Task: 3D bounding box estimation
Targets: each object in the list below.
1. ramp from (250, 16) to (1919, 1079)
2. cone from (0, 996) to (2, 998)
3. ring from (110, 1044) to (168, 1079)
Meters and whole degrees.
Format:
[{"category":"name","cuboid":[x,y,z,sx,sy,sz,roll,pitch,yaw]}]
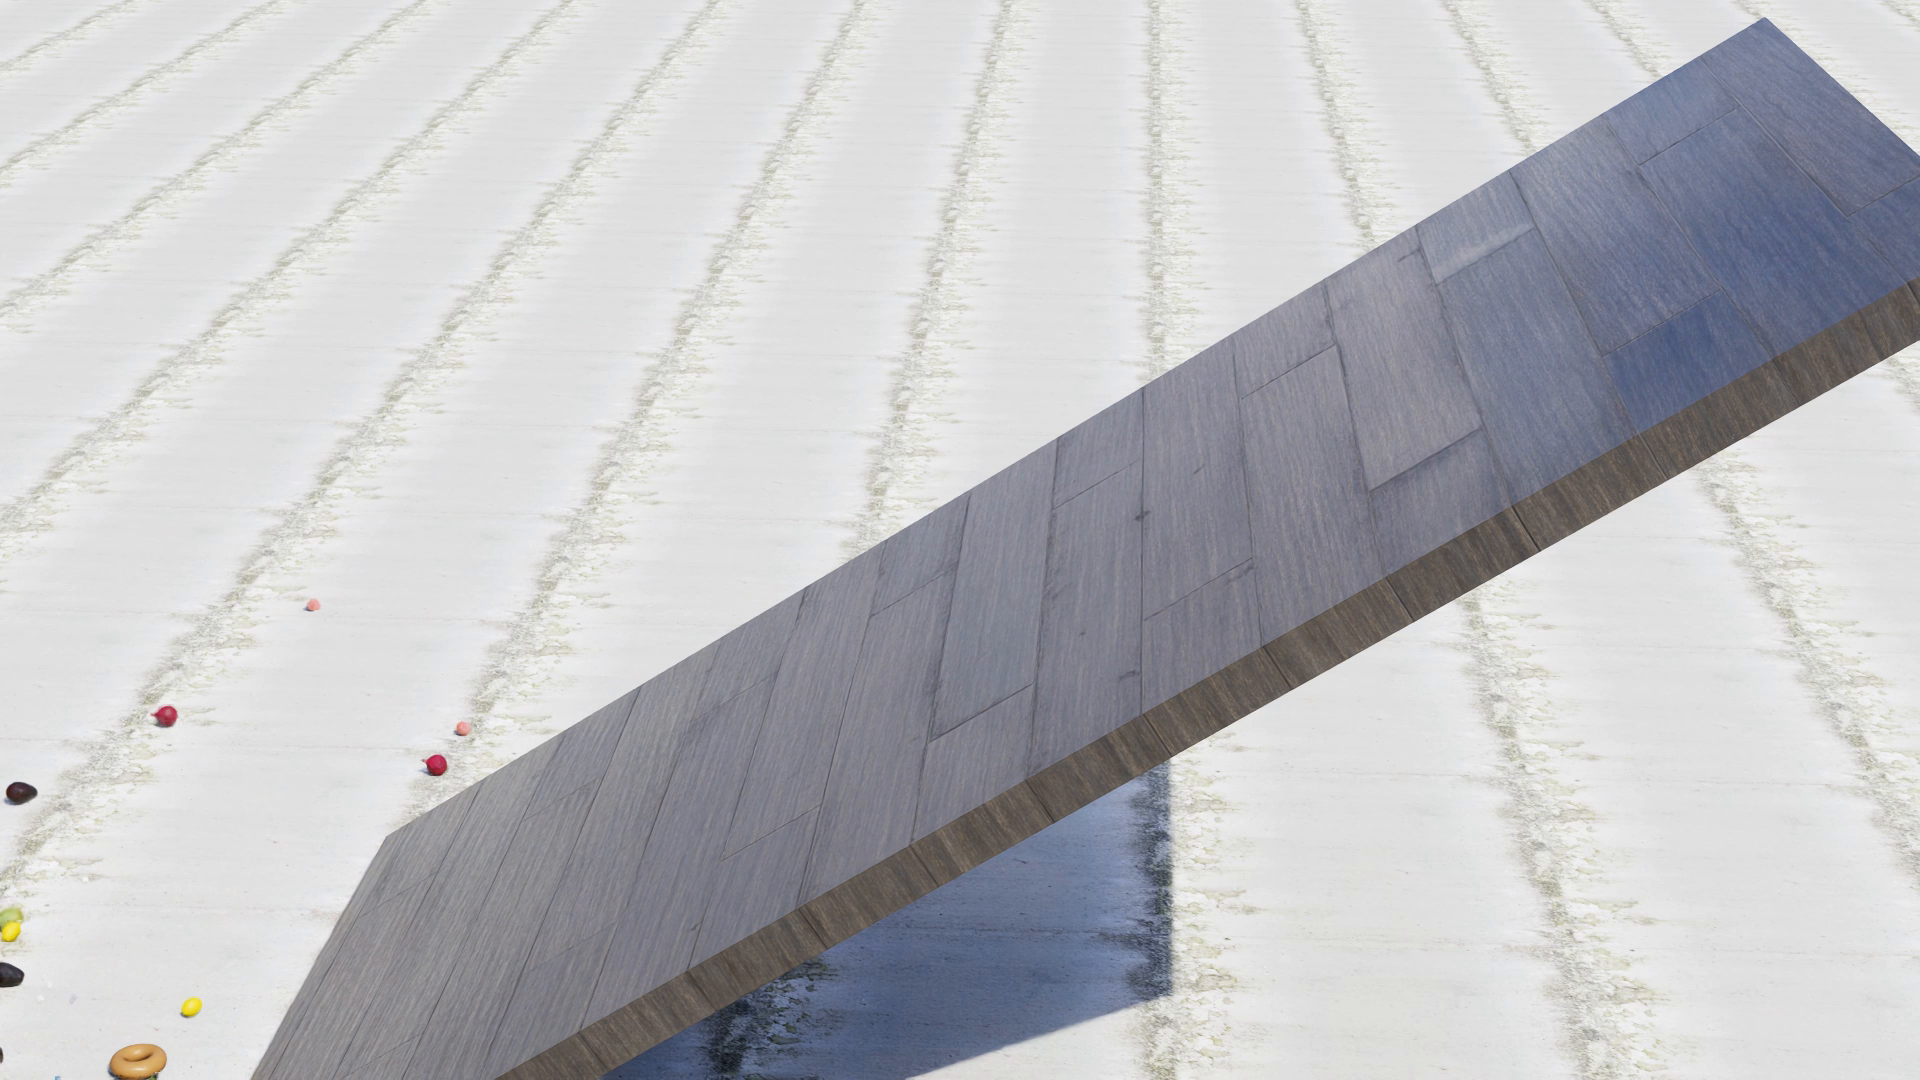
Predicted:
[{"category":"ramp","cuboid":[0.140,0.170,6.294,4.000,0.100,2.000,-31,15,14]},{"category":"cone","cuboid":[-2.359,1.086,7.022,0.095,0.095,0.095,-28,22,1]},{"category":"ring","cuboid":[-1.880,1.194,6.729,0.128,0.043,0.128,-1,19,0]}]
